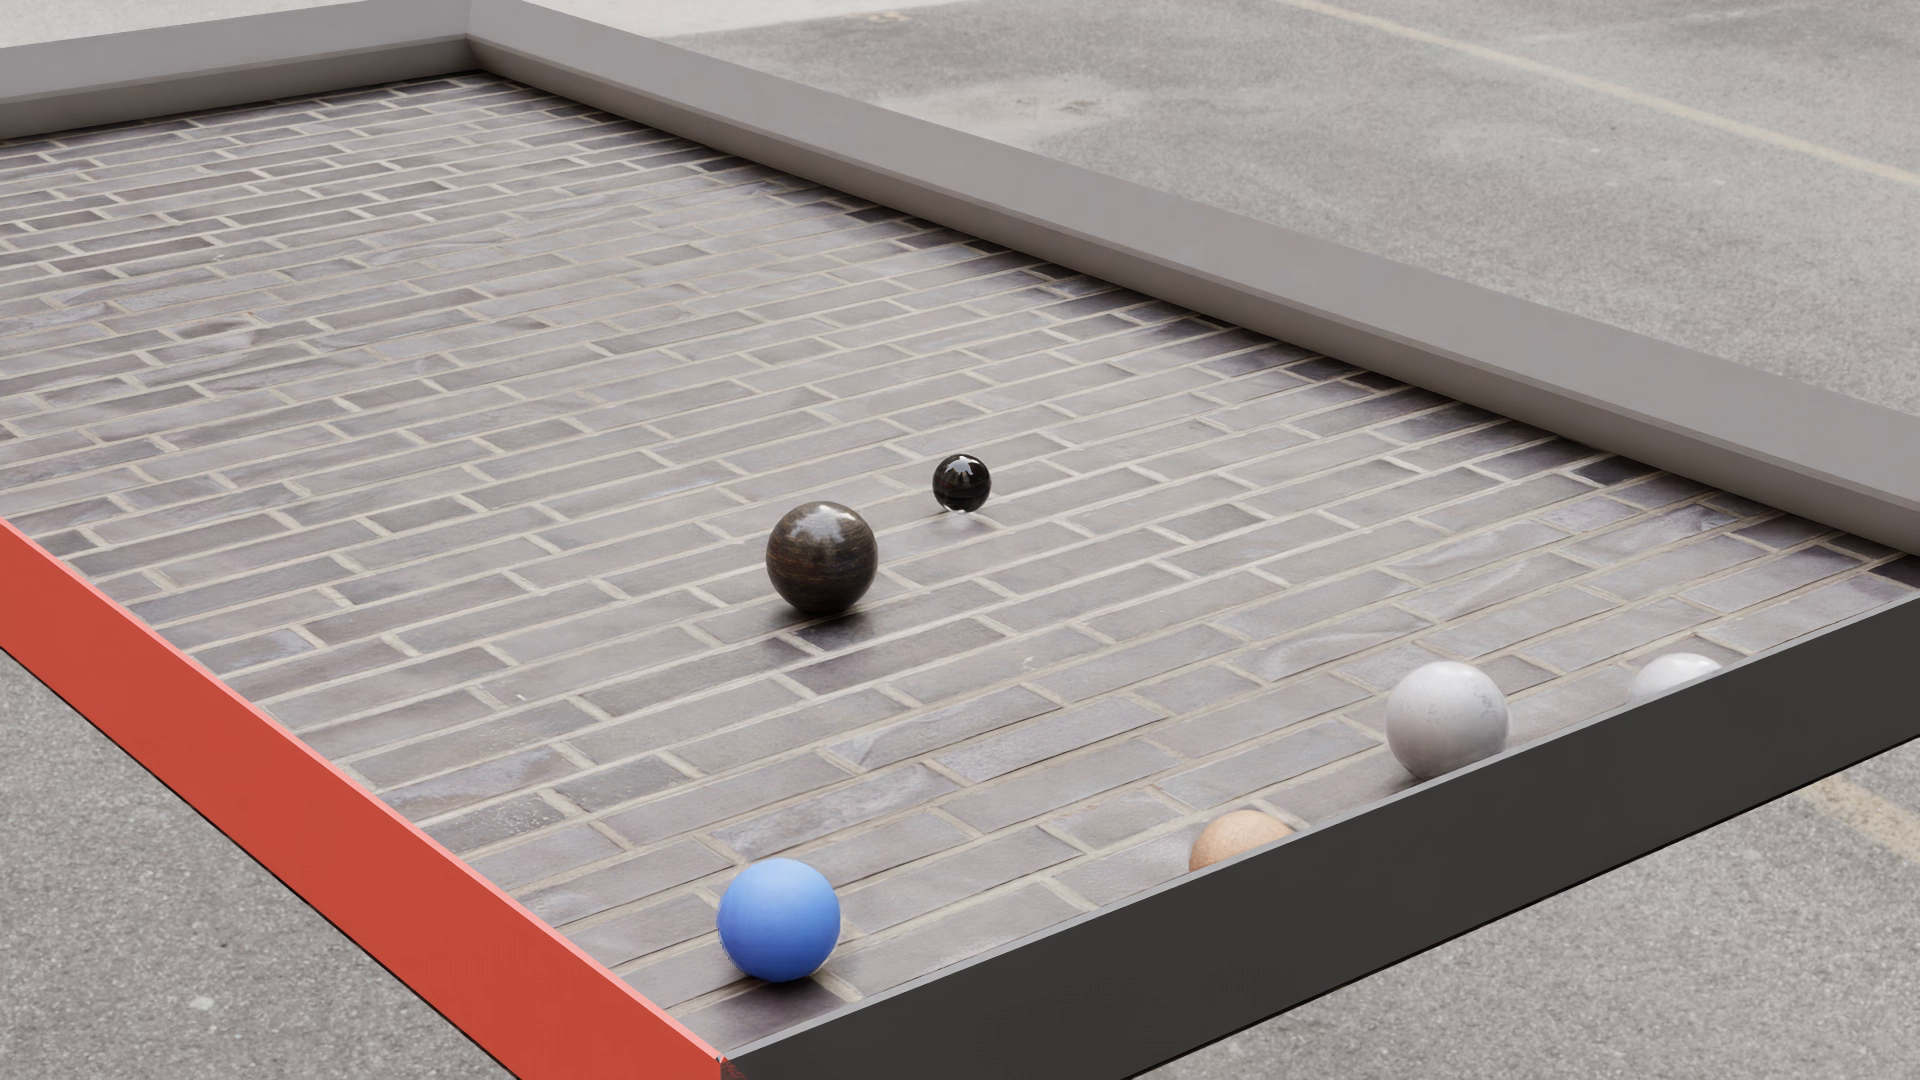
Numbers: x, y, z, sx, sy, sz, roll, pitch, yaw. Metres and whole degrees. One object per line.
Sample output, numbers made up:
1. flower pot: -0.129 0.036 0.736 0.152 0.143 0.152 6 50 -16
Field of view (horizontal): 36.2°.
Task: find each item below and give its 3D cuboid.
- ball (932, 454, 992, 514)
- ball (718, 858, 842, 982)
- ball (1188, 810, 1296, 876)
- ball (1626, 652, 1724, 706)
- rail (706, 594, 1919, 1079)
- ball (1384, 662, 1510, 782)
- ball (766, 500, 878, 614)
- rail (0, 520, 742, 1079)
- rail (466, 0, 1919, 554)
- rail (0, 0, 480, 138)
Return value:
1. ball: 0.002 -0.052 2.716 0.055 0.055 0.055 0 21 0
2. ball: -0.117 0.247 1.913 0.080 0.080 0.080 0 21 0
3. ball: 0.193 0.222 1.977 0.080 0.080 0.080 0 21 0
4. ball: 0.544 0.128 2.212 0.086 0.086 0.086 0 21 0
5. rail: 0.419 0.173 2.040 1.429 0.124 0.045 -16 26 -35
6. ball: 0.361 0.136 2.182 0.092 0.092 0.092 0 21 0
7. ball: -0.117 0.015 2.489 0.096 0.096 0.096 0 21 0
8. rail: -0.979 -0.070 2.663 0.045 0.124 2.822 -16 26 -35
9. rail: 0.111 -0.377 3.455 0.045 0.124 2.822 -16 26 -35
10. rail: -1.287 -0.620 4.079 1.429 0.124 0.045 -16 26 -35
